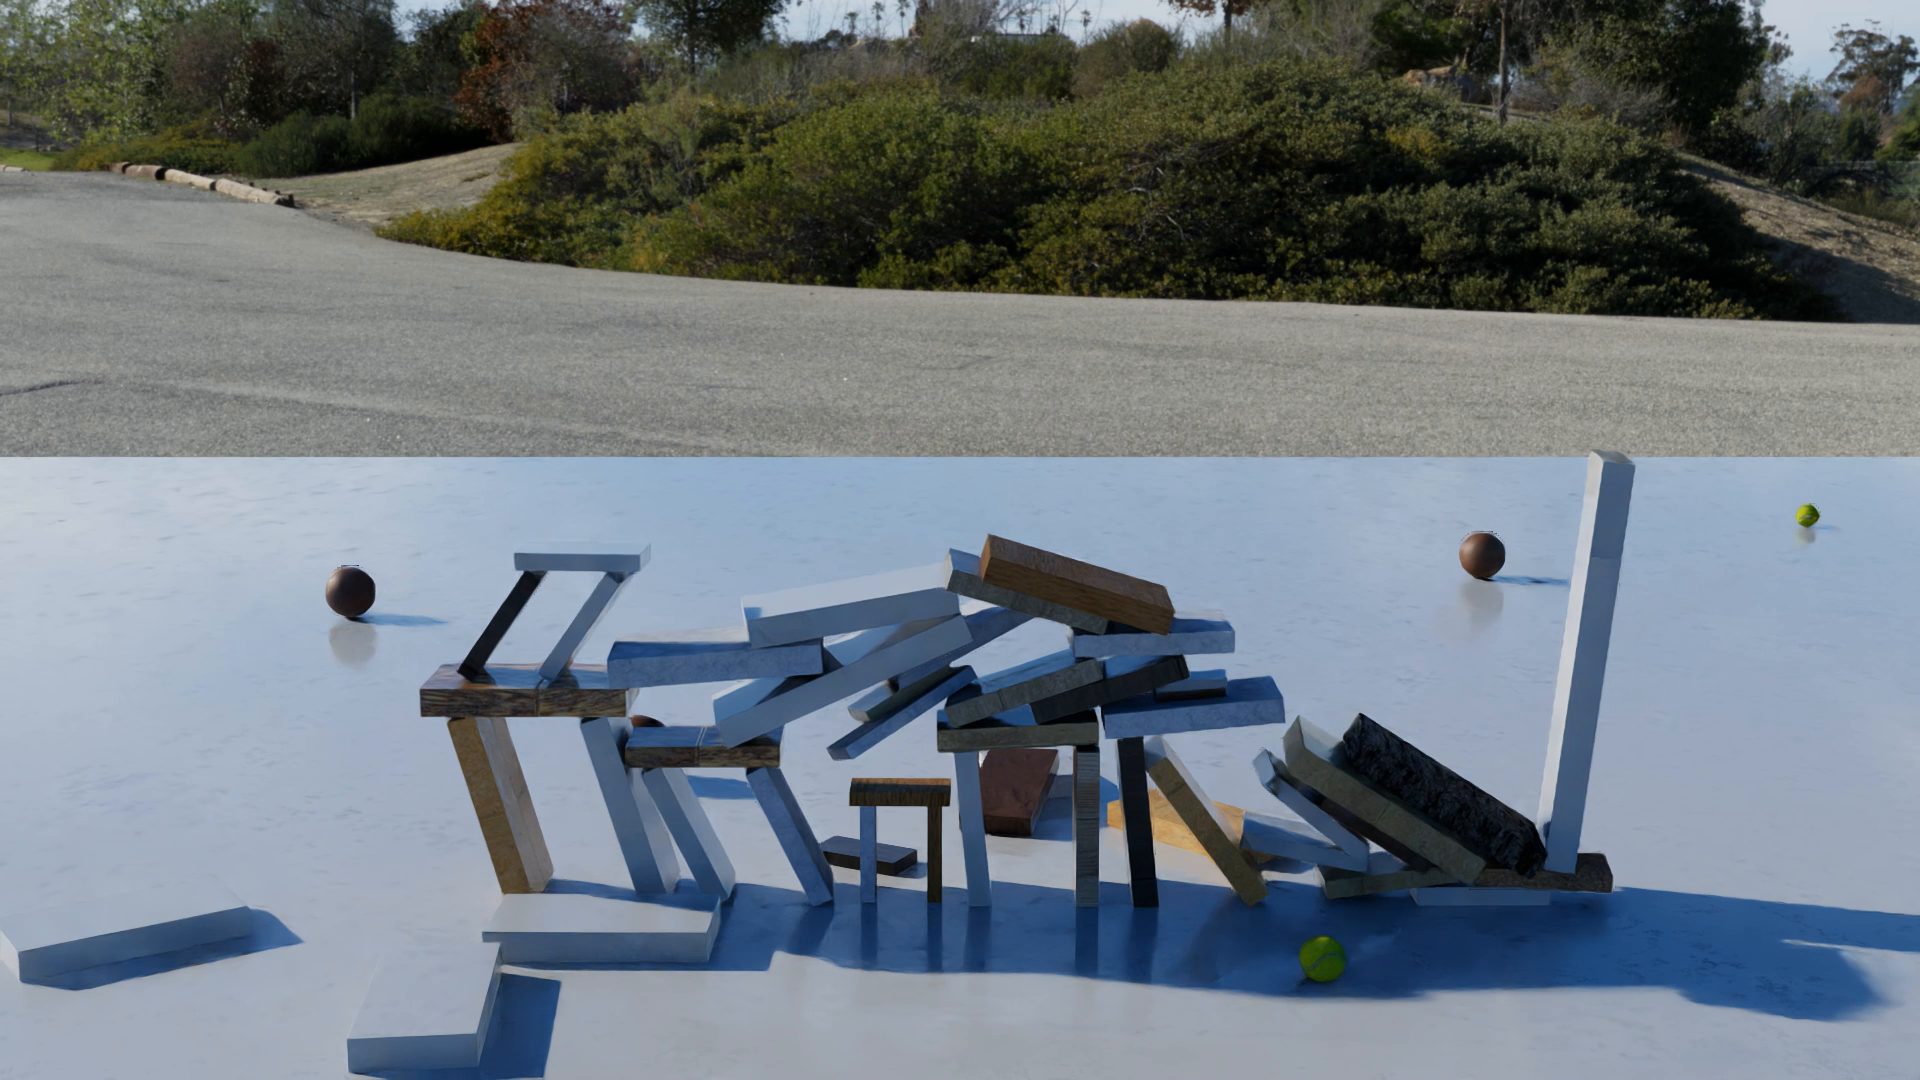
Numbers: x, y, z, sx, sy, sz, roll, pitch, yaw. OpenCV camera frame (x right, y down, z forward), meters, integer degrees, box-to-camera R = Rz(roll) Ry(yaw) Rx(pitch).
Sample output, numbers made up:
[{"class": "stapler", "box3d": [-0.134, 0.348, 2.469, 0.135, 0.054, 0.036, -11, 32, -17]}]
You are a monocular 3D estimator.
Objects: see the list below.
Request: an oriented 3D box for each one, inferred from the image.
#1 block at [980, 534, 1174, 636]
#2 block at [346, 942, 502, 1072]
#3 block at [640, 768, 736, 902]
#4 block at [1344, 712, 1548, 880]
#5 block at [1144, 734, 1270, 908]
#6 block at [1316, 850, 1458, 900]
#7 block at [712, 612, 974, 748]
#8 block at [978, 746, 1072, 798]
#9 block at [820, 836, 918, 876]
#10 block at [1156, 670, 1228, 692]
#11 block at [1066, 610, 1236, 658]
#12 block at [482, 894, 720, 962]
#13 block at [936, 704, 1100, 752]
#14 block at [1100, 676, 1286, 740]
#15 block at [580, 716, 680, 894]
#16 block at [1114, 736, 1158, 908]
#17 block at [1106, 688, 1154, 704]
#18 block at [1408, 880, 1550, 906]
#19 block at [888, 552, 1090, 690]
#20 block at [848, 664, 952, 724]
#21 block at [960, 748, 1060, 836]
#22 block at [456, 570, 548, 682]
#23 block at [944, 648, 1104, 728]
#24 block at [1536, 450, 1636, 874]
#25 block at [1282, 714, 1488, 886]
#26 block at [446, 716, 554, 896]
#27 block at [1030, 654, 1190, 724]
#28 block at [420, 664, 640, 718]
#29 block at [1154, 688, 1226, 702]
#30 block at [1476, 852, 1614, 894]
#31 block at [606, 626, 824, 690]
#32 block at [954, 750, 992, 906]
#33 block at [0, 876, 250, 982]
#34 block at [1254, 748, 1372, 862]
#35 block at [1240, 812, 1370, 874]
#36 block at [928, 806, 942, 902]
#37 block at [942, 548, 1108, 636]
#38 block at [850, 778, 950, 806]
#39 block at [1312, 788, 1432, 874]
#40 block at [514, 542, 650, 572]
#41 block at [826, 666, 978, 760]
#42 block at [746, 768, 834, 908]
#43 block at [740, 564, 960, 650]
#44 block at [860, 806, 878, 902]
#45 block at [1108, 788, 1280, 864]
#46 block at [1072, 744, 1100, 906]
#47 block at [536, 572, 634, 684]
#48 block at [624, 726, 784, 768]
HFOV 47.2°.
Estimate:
[{"class": "block", "box3d": [0.186, 0.071, 3.528, 0.304, 0.043, 0.152, 17, 13, -5]}, {"class": "block", "box3d": [-0.759, 0.663, 3.143, 0.172, 0.049, 0.344, -1, 11, -6]}, {"class": "block", "box3d": [-0.448, 0.473, 3.643, 0.035, 0.249, 0.125, -25, 10, 4]}, {"class": "block", "box3d": [0.797, 0.420, 3.630, 0.347, 0.049, 0.174, 32, 13, 0]}, {"class": "block", "box3d": [0.405, 0.463, 3.650, 0.041, 0.289, 0.144, -36, 8, 7]}, {"class": "block", "box3d": [0.708, 0.551, 3.659, 0.216, 0.031, 0.108, -8, 10, 1]}, {"class": "block", "box3d": [-0.197, 0.212, 3.616, 0.432, 0.048, 0.171, -24, 14, -3]}, {"class": "block", "box3d": [0.125, 0.445, 4.331, 0.152, 0.043, 0.304, -4, 11, -21]}, {"class": "block", "box3d": [-0.167, 0.549, 3.826, 0.167, 0.024, 0.083, 6, 12, 28]}, {"class": "block", "box3d": [0.379, 0.231, 3.600, 0.114, 0.016, 0.057, -5, 10, 6]}, {"class": "block", "box3d": [0.308, 0.152, 3.590, 0.259, 0.037, 0.130, -1, 14, -4]}, {"class": "block", "box3d": [-0.557, 0.607, 3.444, 0.344, 0.049, 0.172, 0, 11, 0]}, {"class": "block", "box3d": [0.093, 0.308, 3.622, 0.262, 0.037, 0.131, -3, 11, 0]}, {"class": "block", "box3d": [0.378, 0.275, 3.610, 0.289, 0.041, 0.144, -6, 10, 1]}, {"class": "block", "box3d": [-0.543, 0.429, 3.636, 0.047, 0.328, 0.164, -16, 10, 2]}, {"class": "block", "box3d": [0.291, 0.446, 3.647, 0.041, 0.289, 0.144, -6, 10, 2]}, {"class": "block", "box3d": [0.250, 0.251, 3.629, 0.145, 0.016, 0.057, -17, 10, 7]}, {"class": "block", "box3d": [0.860, 0.575, 3.664, 0.216, 0.031, 0.108, 0, 11, 1]}, {"class": "block", "box3d": [0.040, 0.134, 3.713, 0.384, 0.037, 0.132, -28, 16, -13]}, {"class": "block", "box3d": [-0.101, 0.250, 3.667, 0.166, 0.024, 0.083, -31, 14, -22]}, {"class": "block", "box3d": [0.094, 0.464, 4.092, 0.132, 0.037, 0.264, 3, 23, 14]}, {"class": "block", "box3d": [-0.745, 0.130, 3.590, 0.029, 0.203, 0.101, 35, 8, -7]}, {"class": "block", "box3d": [0.107, 0.235, 3.603, 0.259, 0.037, 0.130, -19, 9, 8]}, {"class": "block", "box3d": [1.017, 0.196, 3.589, 0.049, 0.671, 0.174, 7, 10, 9]}, {"class": "block", "box3d": [0.692, 0.423, 3.599, 0.347, 0.049, 0.174, 32, 14, -3]}, {"class": "block", "box3d": [-0.757, 0.429, 3.637, 0.047, 0.328, 0.164, -15, 10, 3]}, {"class": "block", "box3d": [0.244, 0.229, 3.604, 0.259, 0.037, 0.130, -18, 10, 6]}, {"class": "block", "box3d": [-0.699, 0.245, 3.597, 0.329, 0.047, 0.164, 0, 11, -1]}, {"class": "block", "box3d": [0.376, 0.247, 3.605, 0.114, 0.016, 0.057, -5, 10, 3]}, {"class": "block", "box3d": [0.964, 0.547, 3.648, 0.216, 0.031, 0.108, 2, 11, 9]}, {"class": "block", "box3d": [-0.395, 0.186, 3.591, 0.341, 0.048, 0.171, -4, 12, -2]}, {"class": "block", "box3d": [0.021, 0.460, 3.647, 0.037, 0.262, 0.131, -5, 10, 1]}, {"class": "block", "box3d": [-1.313, 0.606, 3.447, 0.344, 0.049, 0.172, -7, 13, -35]}, {"class": "block", "box3d": [0.577, 0.434, 3.607, 0.211, 0.030, 0.105, 38, 13, -12]}, {"class": "block", "box3d": [0.576, 0.505, 3.676, 0.211, 0.030, 0.105, 11, 13, 6]}, {"class": "block", "box3d": [-0.042, 0.509, 3.652, 0.023, 0.165, 0.082, 0, 11, 0]}, {"class": "block", "box3d": [0.106, 0.082, 3.556, 0.264, 0.037, 0.132, 16, 13, -7]}, {"class": "block", "box3d": [-0.098, 0.417, 3.636, 0.165, 0.023, 0.082, 0, 11, 1]}, {"class": "block", "box3d": [0.677, 0.462, 3.615, 0.211, 0.030, 0.105, 32, 14, -8]}, {"class": "block", "box3d": [-0.612, 0.027, 3.572, 0.203, 0.029, 0.101, 1, 11, 1]}, {"class": "block", "box3d": [-0.095, 0.285, 3.628, 0.263, 0.024, 0.083, -32, 8, -25]}, {"class": "block", "box3d": [-0.281, 0.473, 3.641, 0.035, 0.249, 0.125, -25, 11, 2]}, {"class": "block", "box3d": [-0.183, 0.107, 3.605, 0.341, 0.048, 0.171, -10, 12, -7]}, {"class": "block", "box3d": [-0.152, 0.509, 3.653, 0.023, 0.165, 0.082, 0, 11, 0]}, {"class": "block", "box3d": [0.438, 0.514, 3.958, 0.152, 0.043, 0.329, -10, 14, -42]}, {"class": "block", "box3d": [0.208, 0.461, 3.647, 0.037, 0.262, 0.131, 0, 11, 0]}, {"class": "block", "box3d": [-0.607, 0.134, 3.574, 0.029, 0.203, 0.101, 36, 12, -2]}, {"class": "block", "box3d": [-0.417, 0.339, 3.609, 0.249, 0.035, 0.125, 0, 11, -1]}]
